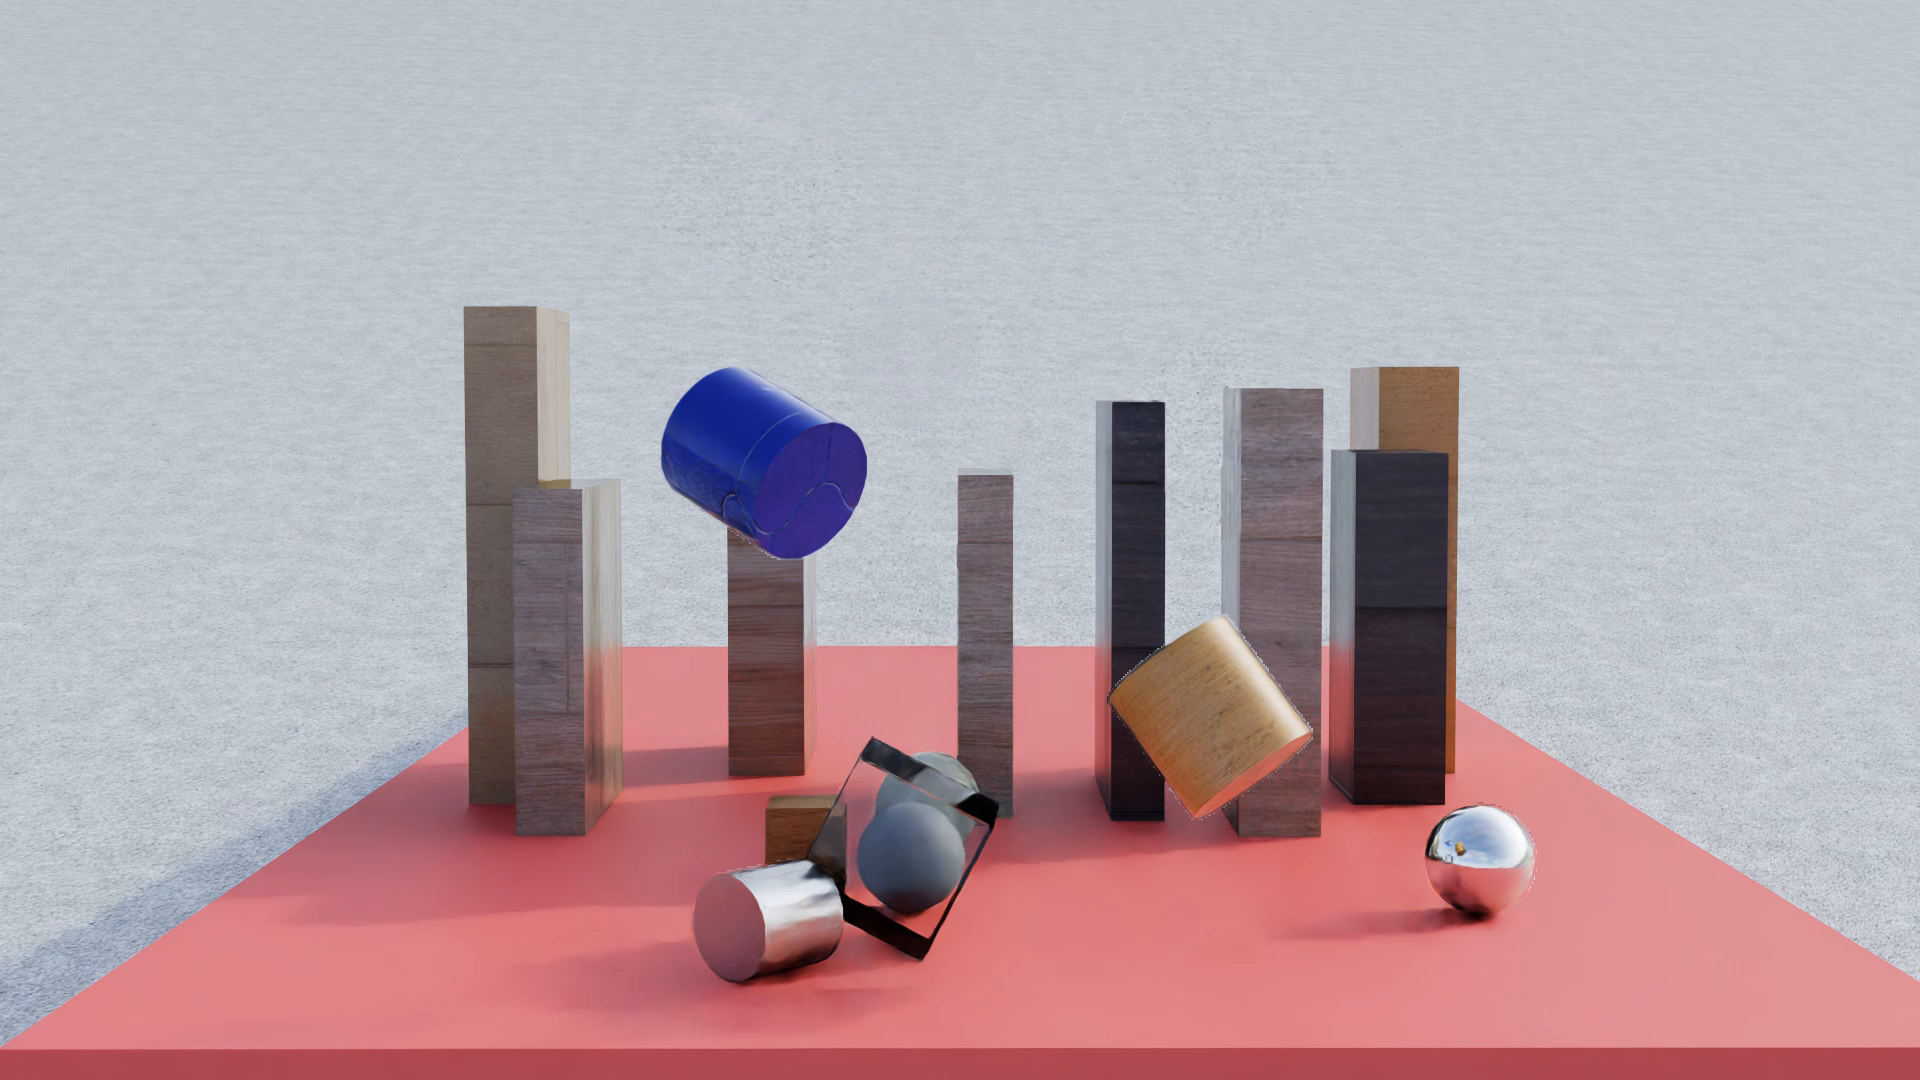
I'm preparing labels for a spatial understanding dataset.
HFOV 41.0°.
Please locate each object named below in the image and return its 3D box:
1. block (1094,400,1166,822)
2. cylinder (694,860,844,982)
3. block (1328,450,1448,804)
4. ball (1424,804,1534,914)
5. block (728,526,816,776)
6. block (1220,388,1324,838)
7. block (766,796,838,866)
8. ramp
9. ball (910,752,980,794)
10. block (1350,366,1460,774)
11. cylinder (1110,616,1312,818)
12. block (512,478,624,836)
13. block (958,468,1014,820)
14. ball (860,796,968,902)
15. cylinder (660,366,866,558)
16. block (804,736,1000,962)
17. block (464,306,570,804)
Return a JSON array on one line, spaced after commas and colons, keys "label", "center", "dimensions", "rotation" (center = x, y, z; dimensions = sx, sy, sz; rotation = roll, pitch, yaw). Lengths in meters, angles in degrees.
[{"label": "block", "center": [0.267, 0.096, 4.075], "dimensions": [0.081, 0.631, 0.445], "rotation": [0, 3, 0]}, {"label": "cylinder", "center": [-0.213, 0.422, 2.856], "dimensions": [0.118, 0.118, 0.118], "rotation": [19, 16, 40]}, {"label": "block", "center": [0.687, 0.132, 4.138], "dimensions": [0.144, 0.550, 0.266], "rotation": [0, 3, 0]}, {"label": "ball", "center": [0.643, 0.396, 3.182], "dimensions": [0.135, 0.135, 0.135], "rotation": [0, 21, 0]}, {"label": "block", "center": [-0.327, 0.101, 4.515], "dimensions": [0.128, 0.571, 0.393], "rotation": [0, 3, 0]}, {"label": "block", "center": [0.464, 0.099, 3.842], "dimensions": [0.119, 0.650, 0.259], "rotation": [0, 3, 0]}, {"label": "block", "center": [-0.199, 0.398, 3.387], "dimensions": [0.107, 0.107, 0.107], "rotation": [0, 3, -1]}, {"label": "ramp", "center": [0.048, 0.436, 4.532], "dimensions": [2.000, 0.100, 4.000], "rotation": [0, 3, 0]}, {"label": "ball", "center": [-0.043, 0.368, 3.611], "dimensions": [0.142, 0.142, 0.142], "rotation": [0, 21, 0]}, {"label": "block", "center": [0.771, 0.043, 4.489], "dimensions": [0.134, 0.688, 0.315], "rotation": [0, 3, 0]}, {"label": "cylinder", "center": [0.283, 0.201, 2.909], "dimensions": [0.164, 0.164, 0.164], "rotation": [-22, 70, -44]}, {"label": "block", "center": [-0.597, 0.166, 3.944], "dimensions": [0.101, 0.506, 0.428], "rotation": [0, 3, 0]}, {"label": "block", "center": [0.038, 0.153, 4.042], "dimensions": [0.084, 0.521, 0.334], "rotation": [0, 3, 0]}, {"label": "ball", "center": [-0.058, 0.392, 3.260], "dimensions": [0.135, 0.135, 0.135], "rotation": [0, 21, 0]}, {"label": "cylinder", "center": [-0.241, -0.096, 3.155], "dimensions": [0.180, 0.180, 0.180], "rotation": [-19, 38, -41]}, {"label": "block", "center": [-0.074, 0.357, 2.996], "dimensions": [0.172, 0.172, 0.172], "rotation": [28, 5, 1]}, {"label": "block", "center": [-0.714, 0.016, 4.181], "dimensions": [0.114, 0.779, 0.339], "rotation": [0, 3, 0]}]
